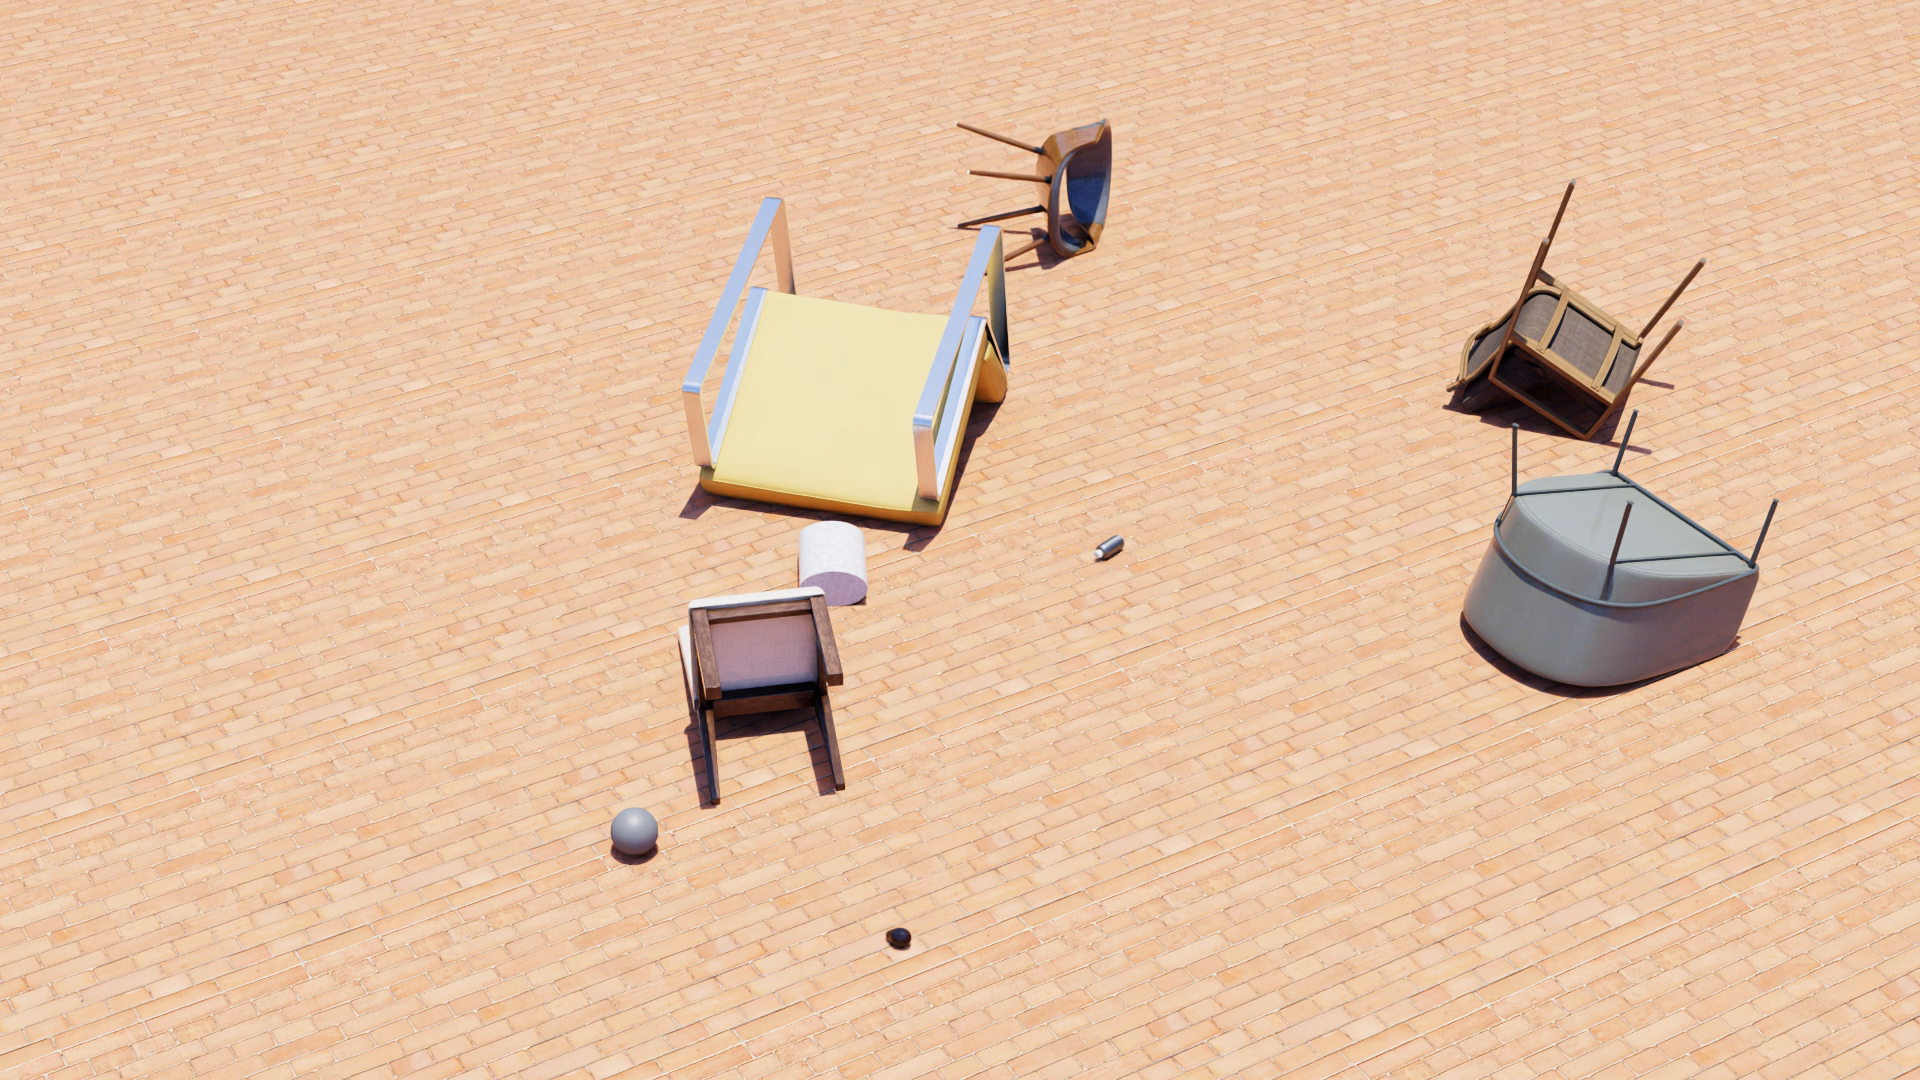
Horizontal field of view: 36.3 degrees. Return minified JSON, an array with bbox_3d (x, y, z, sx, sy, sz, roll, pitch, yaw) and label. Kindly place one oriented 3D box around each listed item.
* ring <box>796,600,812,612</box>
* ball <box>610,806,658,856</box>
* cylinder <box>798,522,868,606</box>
[{"bbox_3d":[-0.563,0.240,10.562,0.061,0.021,0.068,5,33,6],"label":"ring"},{"bbox_3d":[-1.042,0.932,9.389,0.154,0.154,0.154,0,33,0],"label":"ball"},{"bbox_3d":[-0.464,0.085,10.676,0.246,0.154,0.331,1,33,-5],"label":"cylinder"}]
